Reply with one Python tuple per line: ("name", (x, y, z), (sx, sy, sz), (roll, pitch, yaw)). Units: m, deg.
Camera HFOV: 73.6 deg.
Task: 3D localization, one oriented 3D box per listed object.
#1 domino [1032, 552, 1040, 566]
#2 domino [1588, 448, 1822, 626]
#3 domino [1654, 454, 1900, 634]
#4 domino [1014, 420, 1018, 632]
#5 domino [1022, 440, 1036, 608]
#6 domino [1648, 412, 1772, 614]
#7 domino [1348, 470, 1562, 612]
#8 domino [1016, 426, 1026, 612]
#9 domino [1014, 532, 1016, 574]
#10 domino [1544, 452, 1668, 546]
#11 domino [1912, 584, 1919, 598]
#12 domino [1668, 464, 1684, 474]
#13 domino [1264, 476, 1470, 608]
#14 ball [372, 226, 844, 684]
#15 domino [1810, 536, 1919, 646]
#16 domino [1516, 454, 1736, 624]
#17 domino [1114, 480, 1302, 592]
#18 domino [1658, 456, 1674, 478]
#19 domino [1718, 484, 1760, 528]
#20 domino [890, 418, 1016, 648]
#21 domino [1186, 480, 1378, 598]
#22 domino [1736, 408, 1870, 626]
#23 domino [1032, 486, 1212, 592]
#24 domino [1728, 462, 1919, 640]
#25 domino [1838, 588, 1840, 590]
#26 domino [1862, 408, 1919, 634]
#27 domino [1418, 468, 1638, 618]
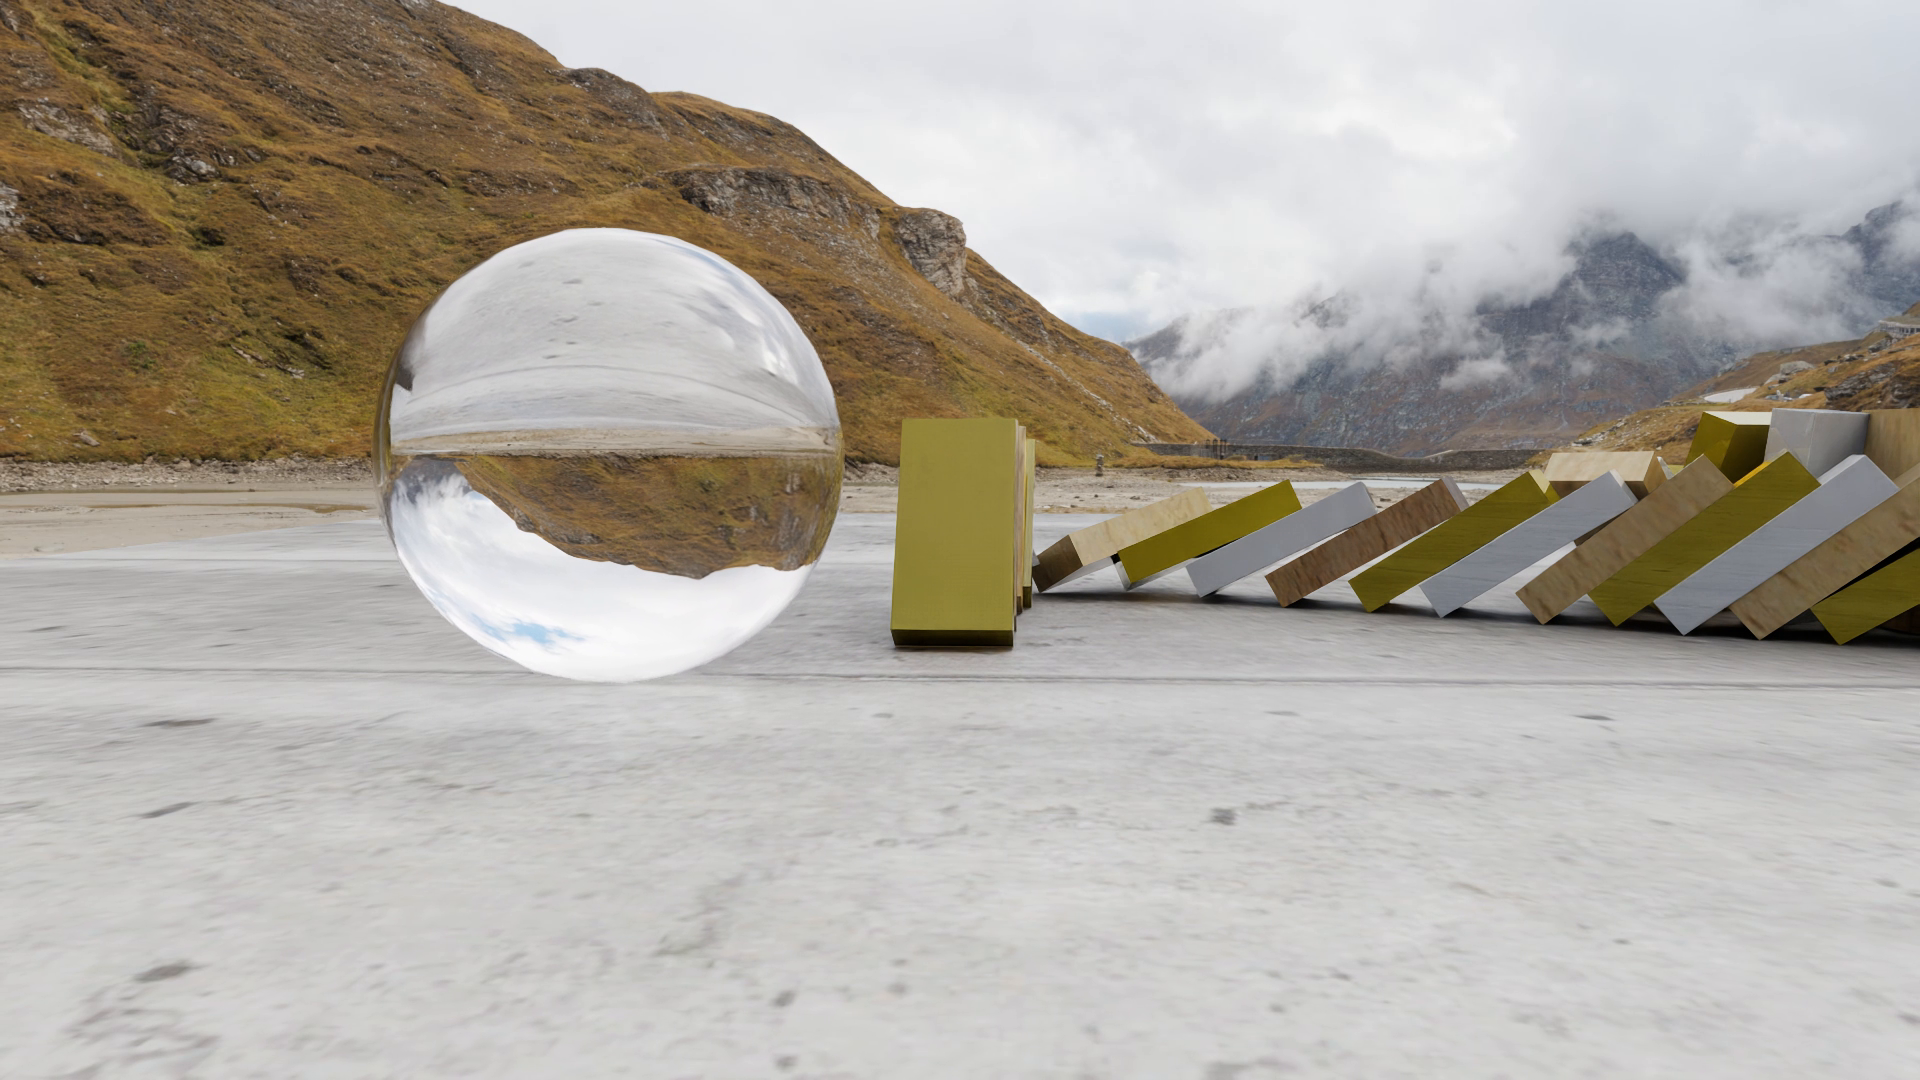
("domino", (0.006, 0.005, 0.374), (0.025, 0.009, 0.050), (-24, 6, -4))
("domino", (0.169, -0.001, 0.293), (0.050, 0.009, 0.025), (-45, -17, 27))
("domino", (0.180, 0.001, 0.286), (0.050, 0.009, 0.025), (-44, -17, 24))
("domino", (0.001, -0.004, 0.298), (0.025, 0.050, 0.010), (0, -26, 4))
("domino", (0.007, -0.005, 0.347), (0.025, 0.050, 0.009), (0, -37, 5))
("domino", (0.189, -0.006, 0.318), (0.025, 0.050, 0.009), (-2, 24, -20))
("domino", (0.125, 0.000, 0.323), (0.050, 0.009, 0.025), (-37, -14, 27))
("domino", (0.004, -0.006, 0.332), (0.025, 0.050, 0.009), (0, -29, 5))
("domino", (0.000, -0.003, 0.287), (0.025, 0.050, 0.009), (0, -26, 4))
("domino", (0.174, -0.003, 0.335), (0.025, 0.009, 0.050), (3, -36, 50))
("domino", (0.225, 0.003, 0.260), (0.050, 0.009, 0.025), (-38, -4, 24))
("domino", (0.205, -0.003, 0.358), (0.050, 0.009, 0.025), (37, -12, -23))
("domino", (0.106, 0.000, 0.334), (0.050, 0.010, 0.025), (-33, -11, 25))
("ball", (-0.061, -0.015, 0.228), (0.080, 0.080, 0.080), (0, 4, 0))
("domino", (0.207, 0.003, 0.272), (0.050, 0.009, 0.025), (-39, -15, 27))
("domino", (0.157, 0.000, 0.303), (0.050, 0.009, 0.025), (-44, -17, 25))
("domino", (0.068, -0.001, 0.357), (0.050, 0.009, 0.025), (-23, -9, 1))
("domino", (0.188, -0.003, 0.348), (0.050, 0.009, 0.025), (42, -16, -25))
("domino", (0.249, 0.000, 0.368), (0.025, 0.010, 0.050), (-3, 31, -33))
("domino", (-0.001, -0.002, 0.276), (0.025, 0.050, 0.009), (0, -26, 4))
("domino", (0.087, 0.000, 0.346), (0.050, 0.009, 0.025), (-27, -9, 18))
("domino", (0.200, -0.006, 0.305), (0.025, 0.050, 0.010), (-3, 12, -31))
("domino", (0.046, 0.000, 0.369), (0.050, 0.009, 0.025), (-19, -10, -31))
("domino", (0.193, 0.002, 0.280), (0.050, 0.010, 0.025), (-44, -17, 25))
("domino", (0.233, 0.009, 0.388), (0.025, 0.010, 0.050), (-3, 5, -38))
("domino", (0.218, -0.005, 0.295), (0.009, 0.050, 0.025), (4, 4, 1))
("domino", (0.139, 0.001, 0.314), (0.050, 0.010, 0.025), (-37, -14, 27))
